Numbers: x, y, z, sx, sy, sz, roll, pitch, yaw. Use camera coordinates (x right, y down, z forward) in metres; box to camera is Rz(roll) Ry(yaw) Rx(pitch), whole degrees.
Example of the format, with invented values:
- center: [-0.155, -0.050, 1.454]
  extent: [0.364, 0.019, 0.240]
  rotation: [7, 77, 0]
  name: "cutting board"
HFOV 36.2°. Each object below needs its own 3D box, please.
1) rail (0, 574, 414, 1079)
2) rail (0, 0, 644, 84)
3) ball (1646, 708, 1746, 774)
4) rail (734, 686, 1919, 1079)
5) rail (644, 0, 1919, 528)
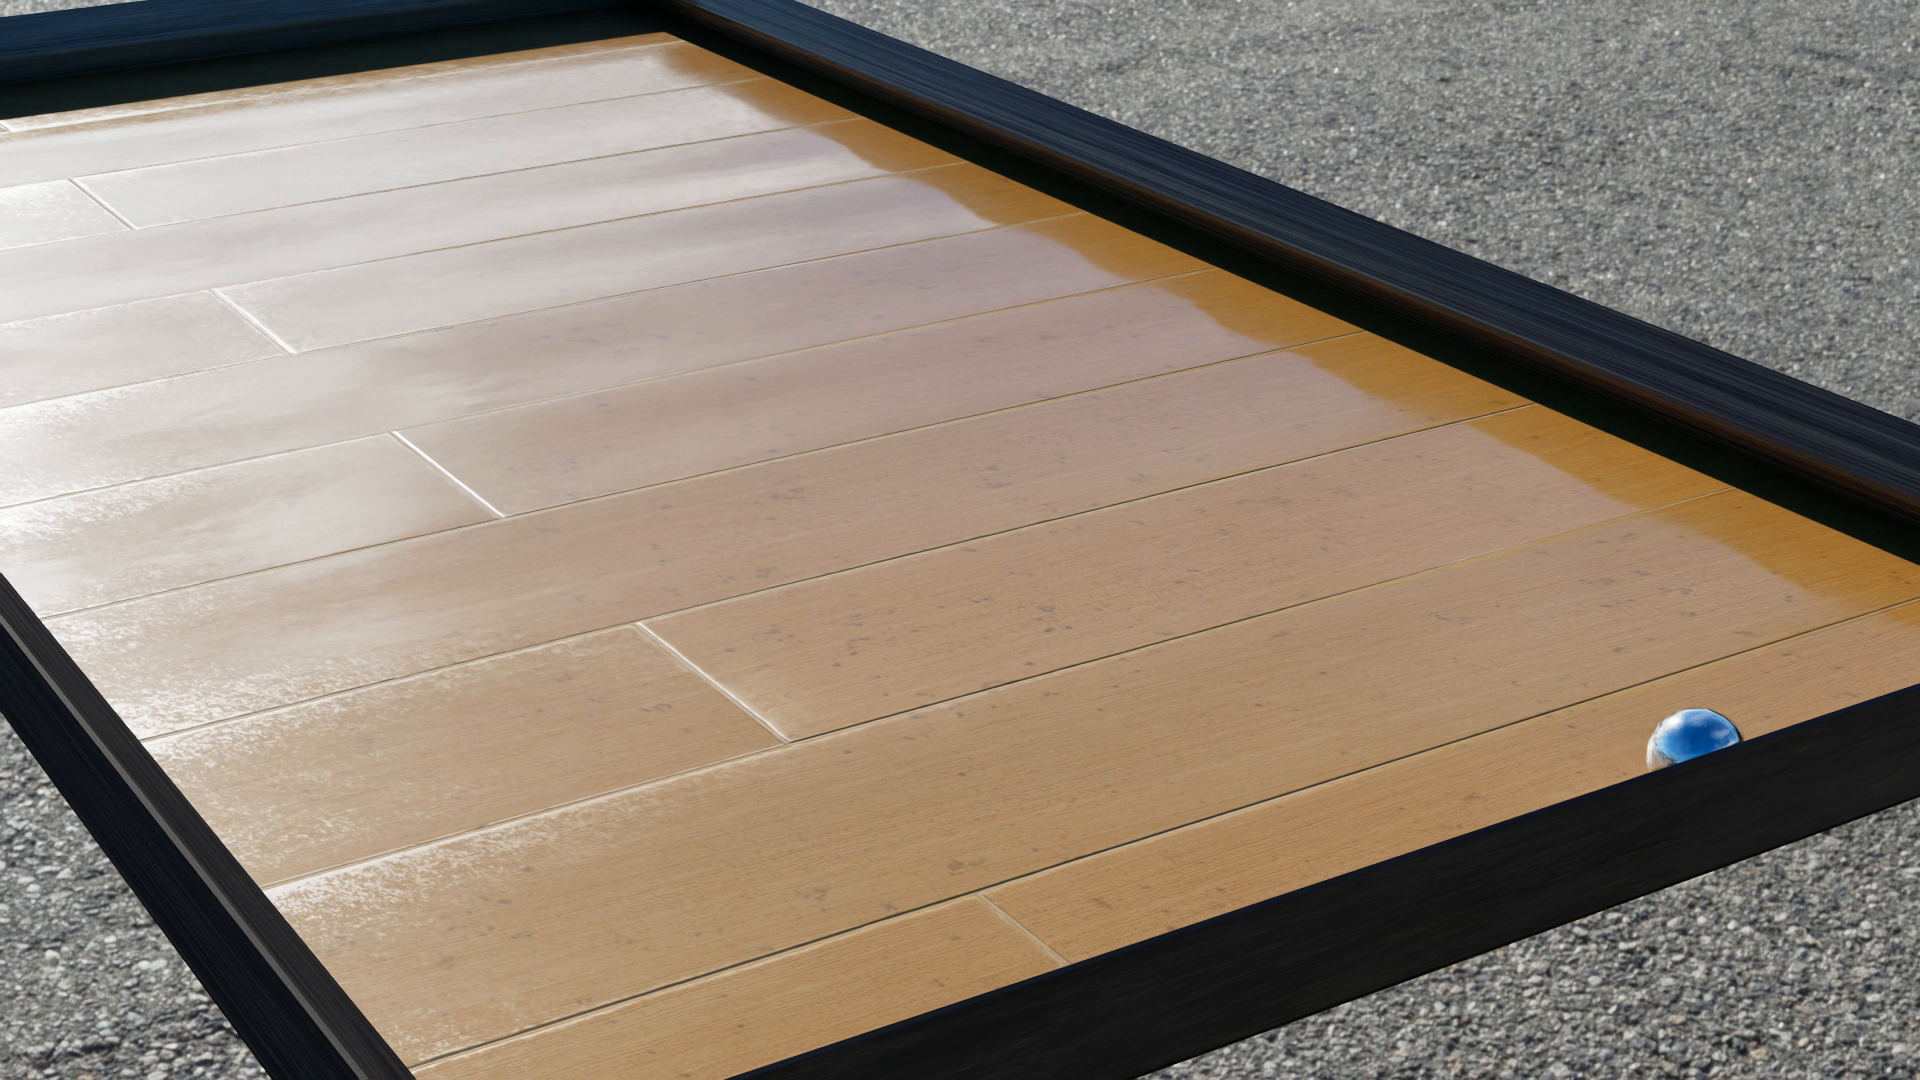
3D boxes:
- center: [-0.962, -0.095, 2.557]
  extent: [0.045, 0.088, 2.732]
  rotation: [-14, 26, -29]
  name: "rail"
- center: [-1.073, -0.678, 3.953]
  extent: [1.463, 0.088, 0.045]
  rotation: [-14, 26, -29]
  name: "rail"
- center: [0.502, 0.148, 2.005]
  extent: [0.068, 0.068, 0.068]
  rotation: [0, 23, 0]
  name: "ball"
- center: [0.349, 0.200, 1.853]
  extent: [1.463, 0.088, 0.045]
  rotation: [-14, 26, -29]
  name: "rail"
- center: [0.238, -0.384, 3.249]
  extent: [0.045, 0.088, 2.732]
  rotation: [-14, 26, -29]
  name: "rail"
